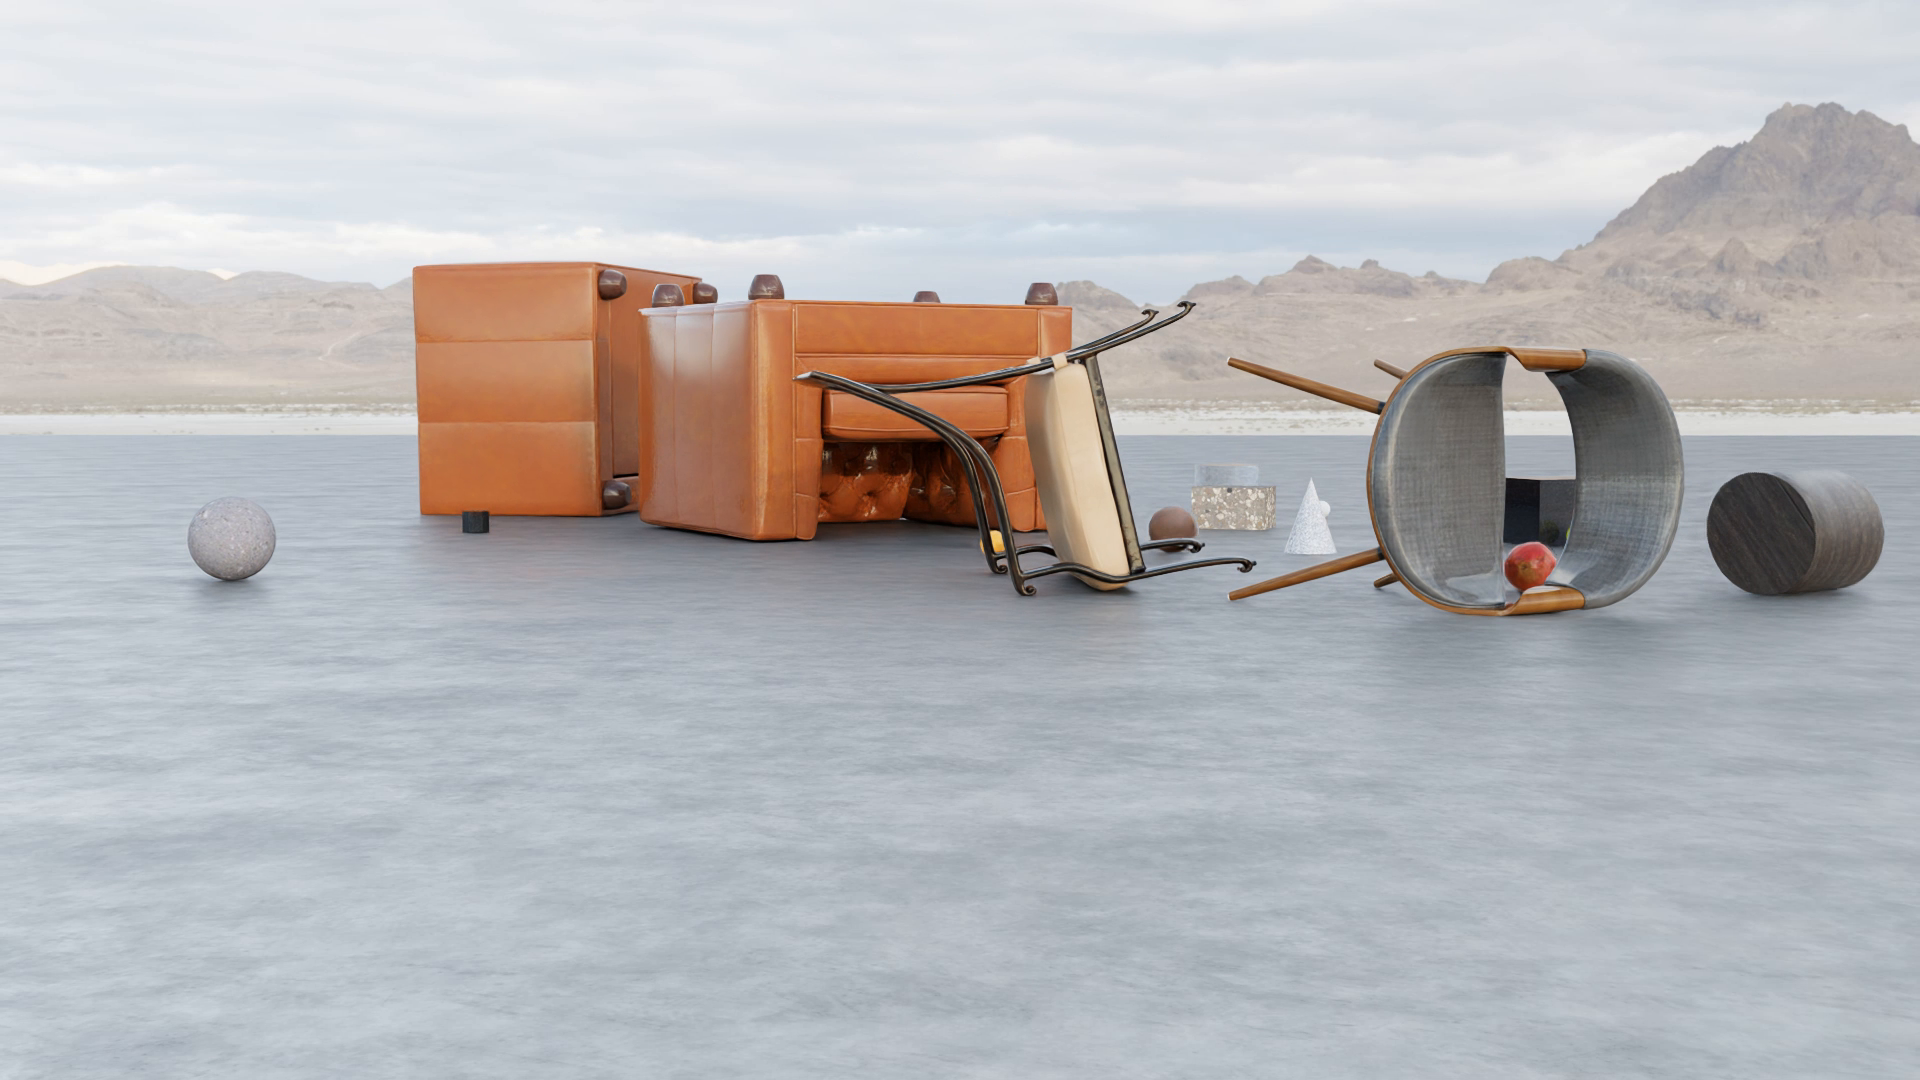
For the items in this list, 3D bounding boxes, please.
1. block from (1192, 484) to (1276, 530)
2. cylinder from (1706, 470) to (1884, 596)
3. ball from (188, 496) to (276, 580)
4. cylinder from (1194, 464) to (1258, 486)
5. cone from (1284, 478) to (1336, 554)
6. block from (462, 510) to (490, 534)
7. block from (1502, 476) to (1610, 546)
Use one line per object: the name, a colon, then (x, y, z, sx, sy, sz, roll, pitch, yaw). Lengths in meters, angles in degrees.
block: (0.888, -0.107, 7.133, 0.238, 0.133, 0.183, 1, 4, 19)
cylinder: (1.849, -0.020, 4.868, 0.278, 0.276, 0.256, -3, -33, -38)
ball: (-1.705, -0.004, 5.151, 0.198, 0.198, 0.198, 0, 4, 0)
cylinder: (1.024, -0.210, 8.445, 0.244, 0.159, 0.294, 0, 4, 2)
cone: (0.965, -0.069, 6.047, 0.145, 0.207, 0.139, 0, 4, -5)
block: (-1.515, -0.057, 6.882, 0.056, 0.068, 0.063, -4, 6, -45)
block: (1.731, -0.085, 6.388, 0.237, 0.190, 0.178, -1, 4, -20)
